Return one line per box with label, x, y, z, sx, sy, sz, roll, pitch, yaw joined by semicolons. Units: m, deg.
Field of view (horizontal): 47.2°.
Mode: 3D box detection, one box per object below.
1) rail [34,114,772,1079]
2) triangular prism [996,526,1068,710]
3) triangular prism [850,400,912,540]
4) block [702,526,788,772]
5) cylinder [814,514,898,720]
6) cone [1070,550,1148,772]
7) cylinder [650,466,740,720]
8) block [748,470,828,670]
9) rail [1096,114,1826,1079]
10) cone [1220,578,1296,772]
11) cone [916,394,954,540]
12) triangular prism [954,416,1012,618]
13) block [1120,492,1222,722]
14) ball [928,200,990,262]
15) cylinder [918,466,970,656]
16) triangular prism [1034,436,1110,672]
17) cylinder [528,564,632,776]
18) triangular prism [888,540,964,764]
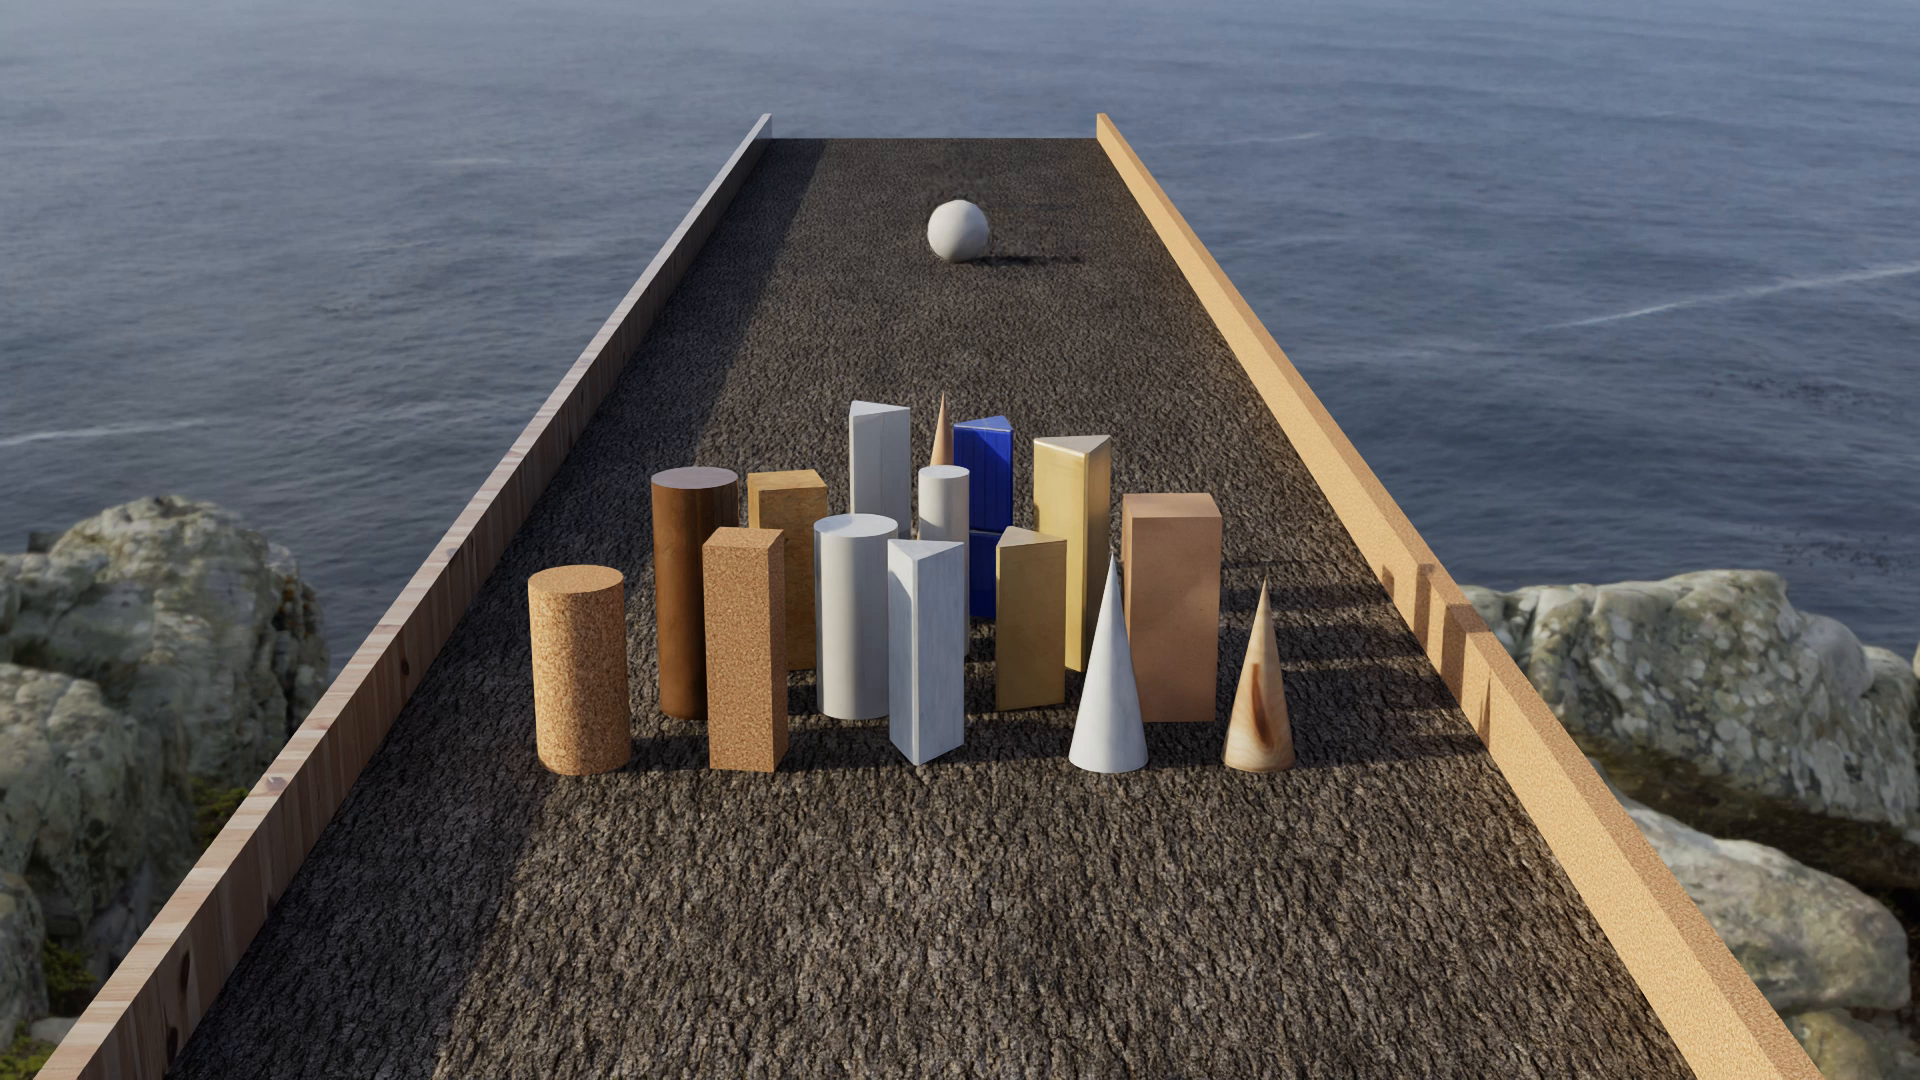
rail;-1.118;-0.838;7.780;0.050;0.150;12.000;0;17;-1
triangular prism;0.114;0.144;4.176;0.139;0.323;0.120;-6;18;-19
triangular prism;-0.192;-0.057;4.613;0.139;0.459;0.121;-10;19;-29
block;-0.375;0.192;3.861;0.115;0.410;0.115;3;17;9
cylinder;-0.193;0.143;4.124;0.157;0.355;0.157;0;17;0
cone;0.265;0.203;3.867;0.143;0.386;0.143;0;17;0
cylinder;-0.488;0.099;4.109;0.159;0.447;0.159;0;17;0
block;-0.340;0.060;4.369;0.134;0.373;0.134;-4;17;-14
rail;0.932;-0.844;7.801;0.050;0.150;12.000;0;17;-1
cone;0.531;0.226;3.872;0.133;0.339;0.133;0;17;0
cone;-0.036;-0.122;4.884;0.153;0.428;0.153;0;17;0
triangular prism;0.069;-0.051;4.673;0.132;0.414;0.114;7;18;21
block;0.390;0.125;4.111;0.163;0.396;0.163;-1;17;-2
ball;-0.008;-1.271;9.052;0.255;0.255;0.255;0;17;0
cylinder;-0.032;0.045;4.411;0.102;0.378;0.102;0;17;0
triangular prism;0.246;0.018;4.381;0.132;0.447;0.152;-13;21;-37
cylinder;-0.669;0.228;3.874;0.164;0.335;0.164;0;17;0
triangular prism;-0.081;0.191;3.918;0.117;0.380;0.135;13;21;37
